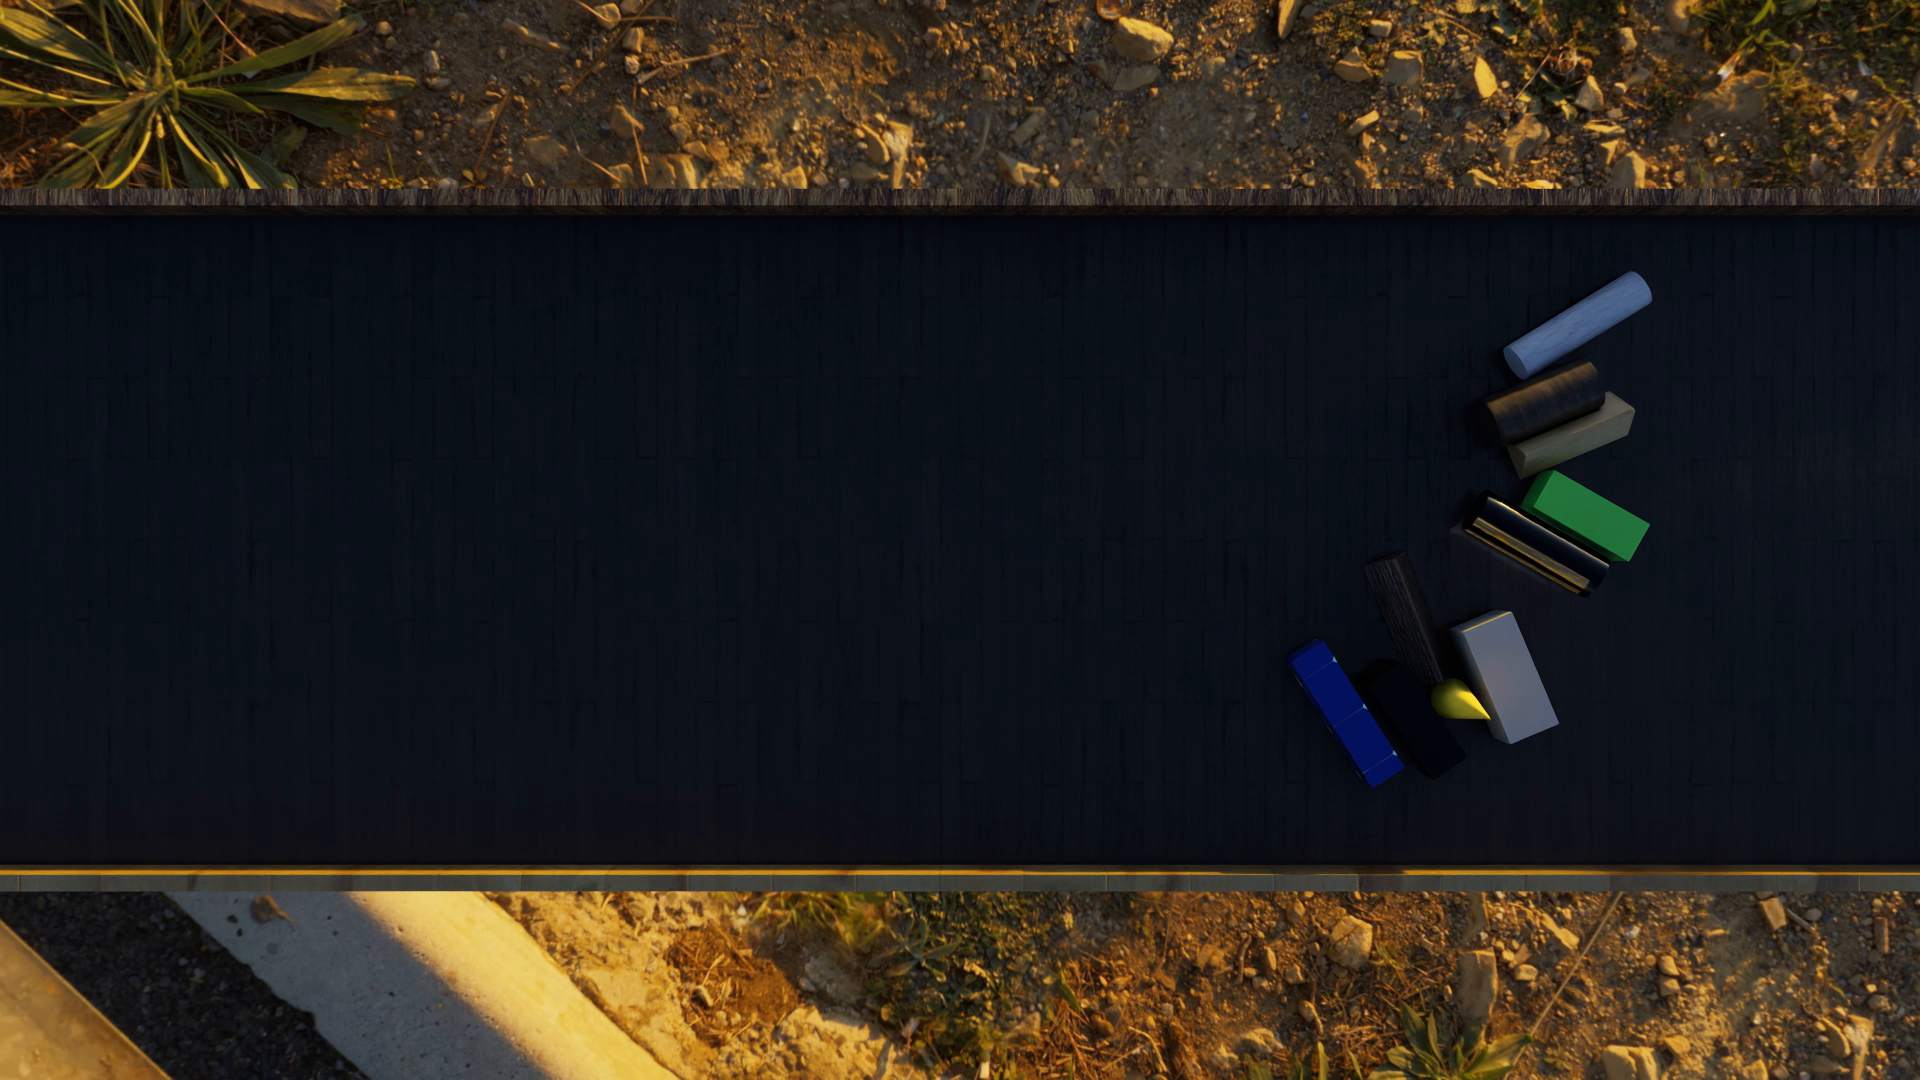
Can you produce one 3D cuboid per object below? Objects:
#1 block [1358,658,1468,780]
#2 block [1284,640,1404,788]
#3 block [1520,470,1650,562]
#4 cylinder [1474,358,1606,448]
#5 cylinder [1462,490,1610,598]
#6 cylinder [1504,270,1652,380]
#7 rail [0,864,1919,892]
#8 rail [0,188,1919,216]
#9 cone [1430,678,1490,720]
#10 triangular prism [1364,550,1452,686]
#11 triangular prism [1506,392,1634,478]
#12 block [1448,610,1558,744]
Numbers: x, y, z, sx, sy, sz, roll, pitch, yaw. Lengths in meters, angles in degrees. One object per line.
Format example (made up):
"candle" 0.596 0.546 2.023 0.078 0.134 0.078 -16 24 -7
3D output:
"block" 1.375 0.543 5.015 0.123 0.123 0.348 -35 90 0
"block" 1.168 0.526 5.019 0.116 0.116 0.453 -33 90 0
"block" 1.895 -0.073 5.012 0.331 0.129 0.129 30 90 0
"cylinder" 1.756 -0.415 4.997 0.337 0.160 0.160 -23 90 0
"cylinder" 1.746 0.011 5.006 0.418 0.141 0.141 30 90 0
"cylinder" 1.878 -0.653 5.018 0.442 0.118 0.118 -31 90 0
"rail" -2.247 1.025 5.001 12.000 0.150 0.050 0 90 0
"rail" -2.247 -1.025 5.002 12.000 0.150 0.050 0 90 0
"cone" 1.506 0.497 4.868 0.125 0.411 0.125 0 93 1
"triangular prism" 1.378 0.242 5.014 0.138 0.119 0.400 -22 90 0
"triangular prism" 1.860 -0.322 5.010 0.356 0.126 0.146 -23 90 0
"block" 1.644 0.412 4.998 0.158 0.158 0.362 -23 90 0
